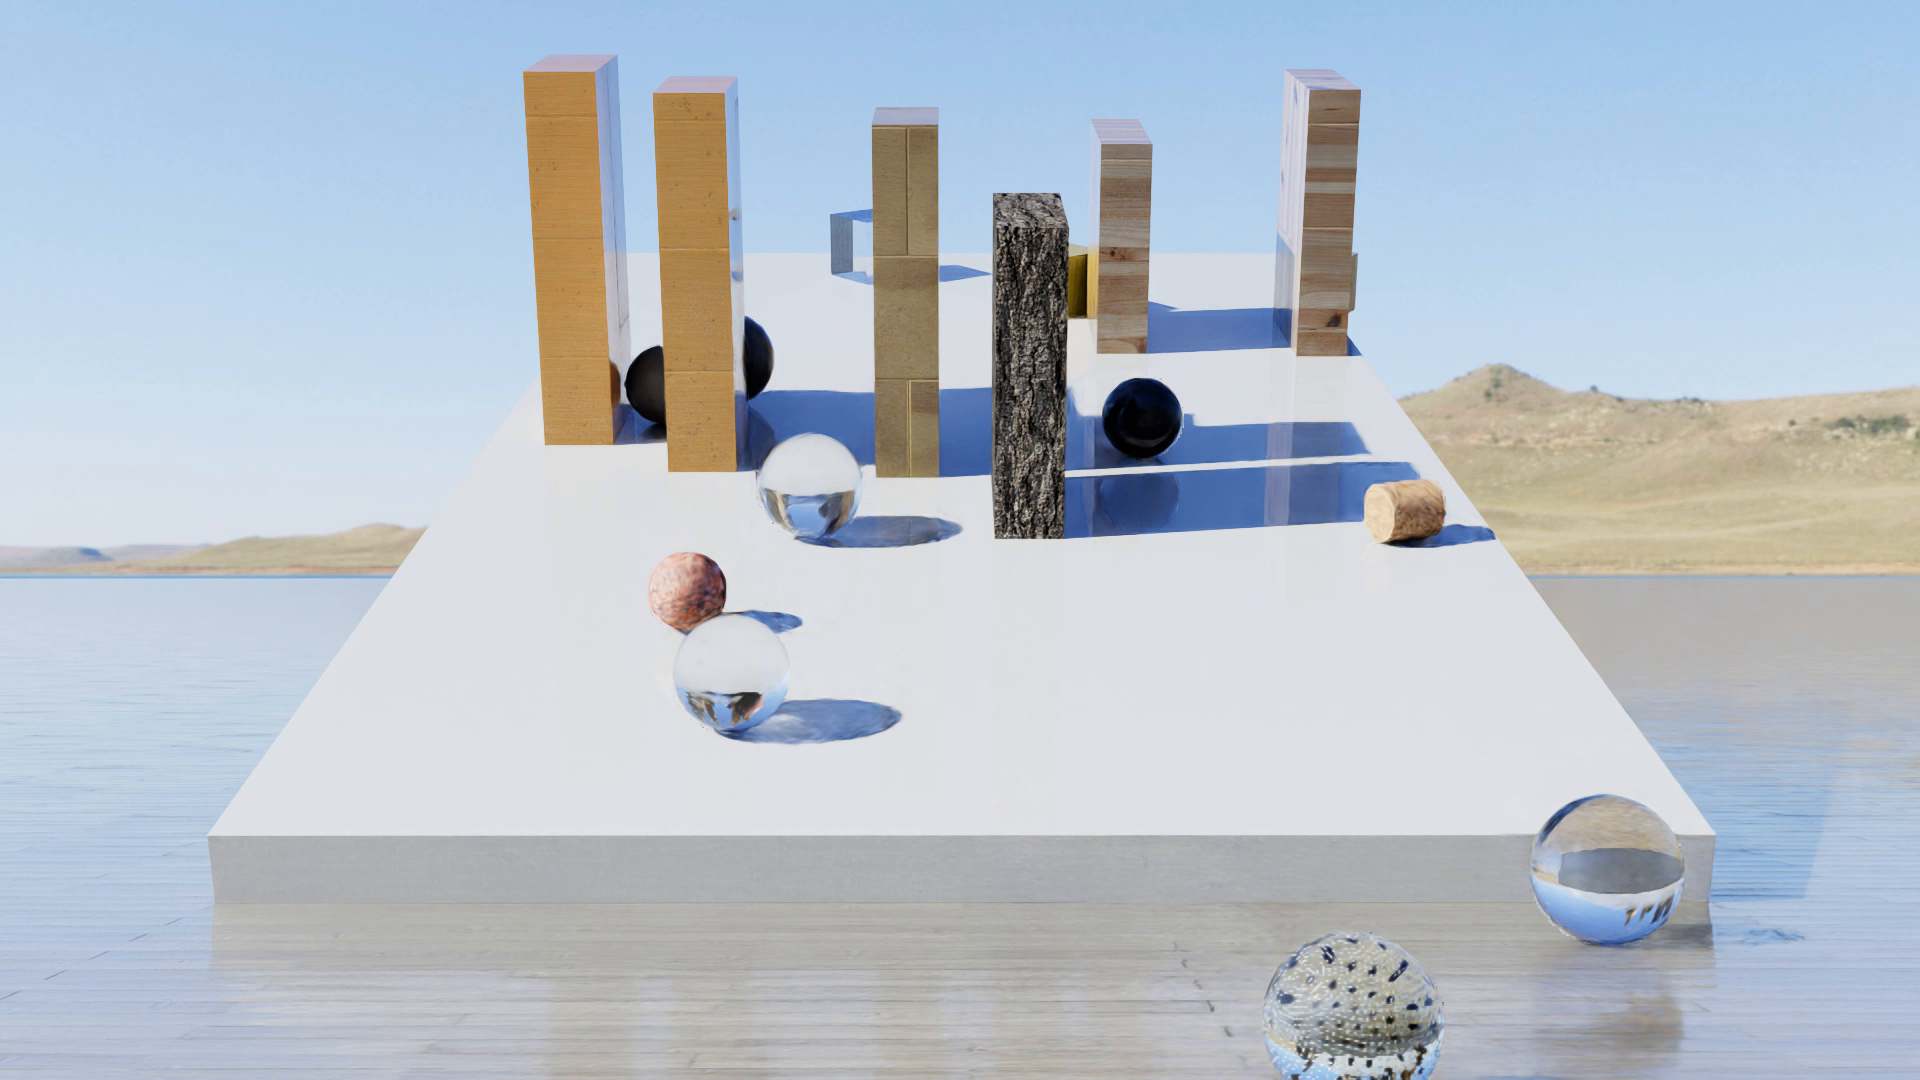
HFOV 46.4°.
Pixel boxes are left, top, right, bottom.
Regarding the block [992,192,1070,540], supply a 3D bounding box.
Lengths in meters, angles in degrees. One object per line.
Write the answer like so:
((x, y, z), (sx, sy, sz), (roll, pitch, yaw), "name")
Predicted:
((0.128, -0.336, 4.241), (0.129, 0.581, 0.370), (0, 18, 0), "block")

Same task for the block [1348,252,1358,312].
((0.959, -0.684, 5.975), (0.154, 0.154, 0.154), (9, 20, 26), "block")

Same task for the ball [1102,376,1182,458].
((0.378, -0.255, 4.656), (0.168, 0.168, 0.168), (0, -1, 0), "ball")

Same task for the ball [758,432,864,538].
((-0.276, -0.101, 4.143), (0.195, 0.195, 0.195), (0, -1, 0), "ball")

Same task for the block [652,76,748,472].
((-0.525, -0.544, 4.577), (0.139, 0.764, 0.276), (0, 18, 0), "block")

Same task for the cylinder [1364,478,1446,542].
((0.821, -0.055, 4.144), (0.108, 0.108, 0.108), (-6, 1, -20), "cylinder")

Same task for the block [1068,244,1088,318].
((0.269, -0.693, 5.984), (0.165, 0.165, 0.165), (-14, 23, -36), "block")

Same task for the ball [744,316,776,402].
((-0.521, -0.407, 5.046), (0.209, 0.209, 0.209), (0, -1, 0), "ball")

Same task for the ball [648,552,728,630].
((-0.448, 0.084, 3.689), (0.130, 0.130, 0.130), (0, -1, 0), "ball")

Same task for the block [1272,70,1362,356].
((0.889, -0.827, 5.619), (0.123, 0.649, 0.422), (0, 18, 0), "block")

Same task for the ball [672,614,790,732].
((-0.335, 0.195, 3.288), (0.172, 0.172, 0.172), (0, -1, 0), "ball")

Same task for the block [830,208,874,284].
((-0.248, -0.843, 6.416), (0.176, 0.176, 0.176), (-14, 23, -36), "block")

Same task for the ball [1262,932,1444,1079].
((0.321, 0.395, 1.836), (0.147, 0.147, 0.147), (0, -1, 0), "ball")

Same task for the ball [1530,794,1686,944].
((0.771, 0.392, 2.672), (0.178, 0.178, 0.178), (0, -1, 0), "ball")

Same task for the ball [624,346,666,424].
((-0.645, -0.339, 4.898), (0.173, 0.173, 0.173), (0, -1, 0), "ball")

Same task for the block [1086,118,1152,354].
((0.400, -0.775, 5.670), (0.124, 0.517, 0.440), (0, 18, 0), "block")

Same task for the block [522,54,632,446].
((-0.808, -0.622, 4.783), (0.145, 0.781, 0.319), (0, 18, 0), "block")

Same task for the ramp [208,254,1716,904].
((-0.004, -0.190, 4.884), (2.000, 0.100, 4.000), (0, 18, 0), "ramp")

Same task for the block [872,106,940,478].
((-0.107, -0.503, 4.542), (0.128, 0.709, 0.259), (0, 18, 0), "block")
